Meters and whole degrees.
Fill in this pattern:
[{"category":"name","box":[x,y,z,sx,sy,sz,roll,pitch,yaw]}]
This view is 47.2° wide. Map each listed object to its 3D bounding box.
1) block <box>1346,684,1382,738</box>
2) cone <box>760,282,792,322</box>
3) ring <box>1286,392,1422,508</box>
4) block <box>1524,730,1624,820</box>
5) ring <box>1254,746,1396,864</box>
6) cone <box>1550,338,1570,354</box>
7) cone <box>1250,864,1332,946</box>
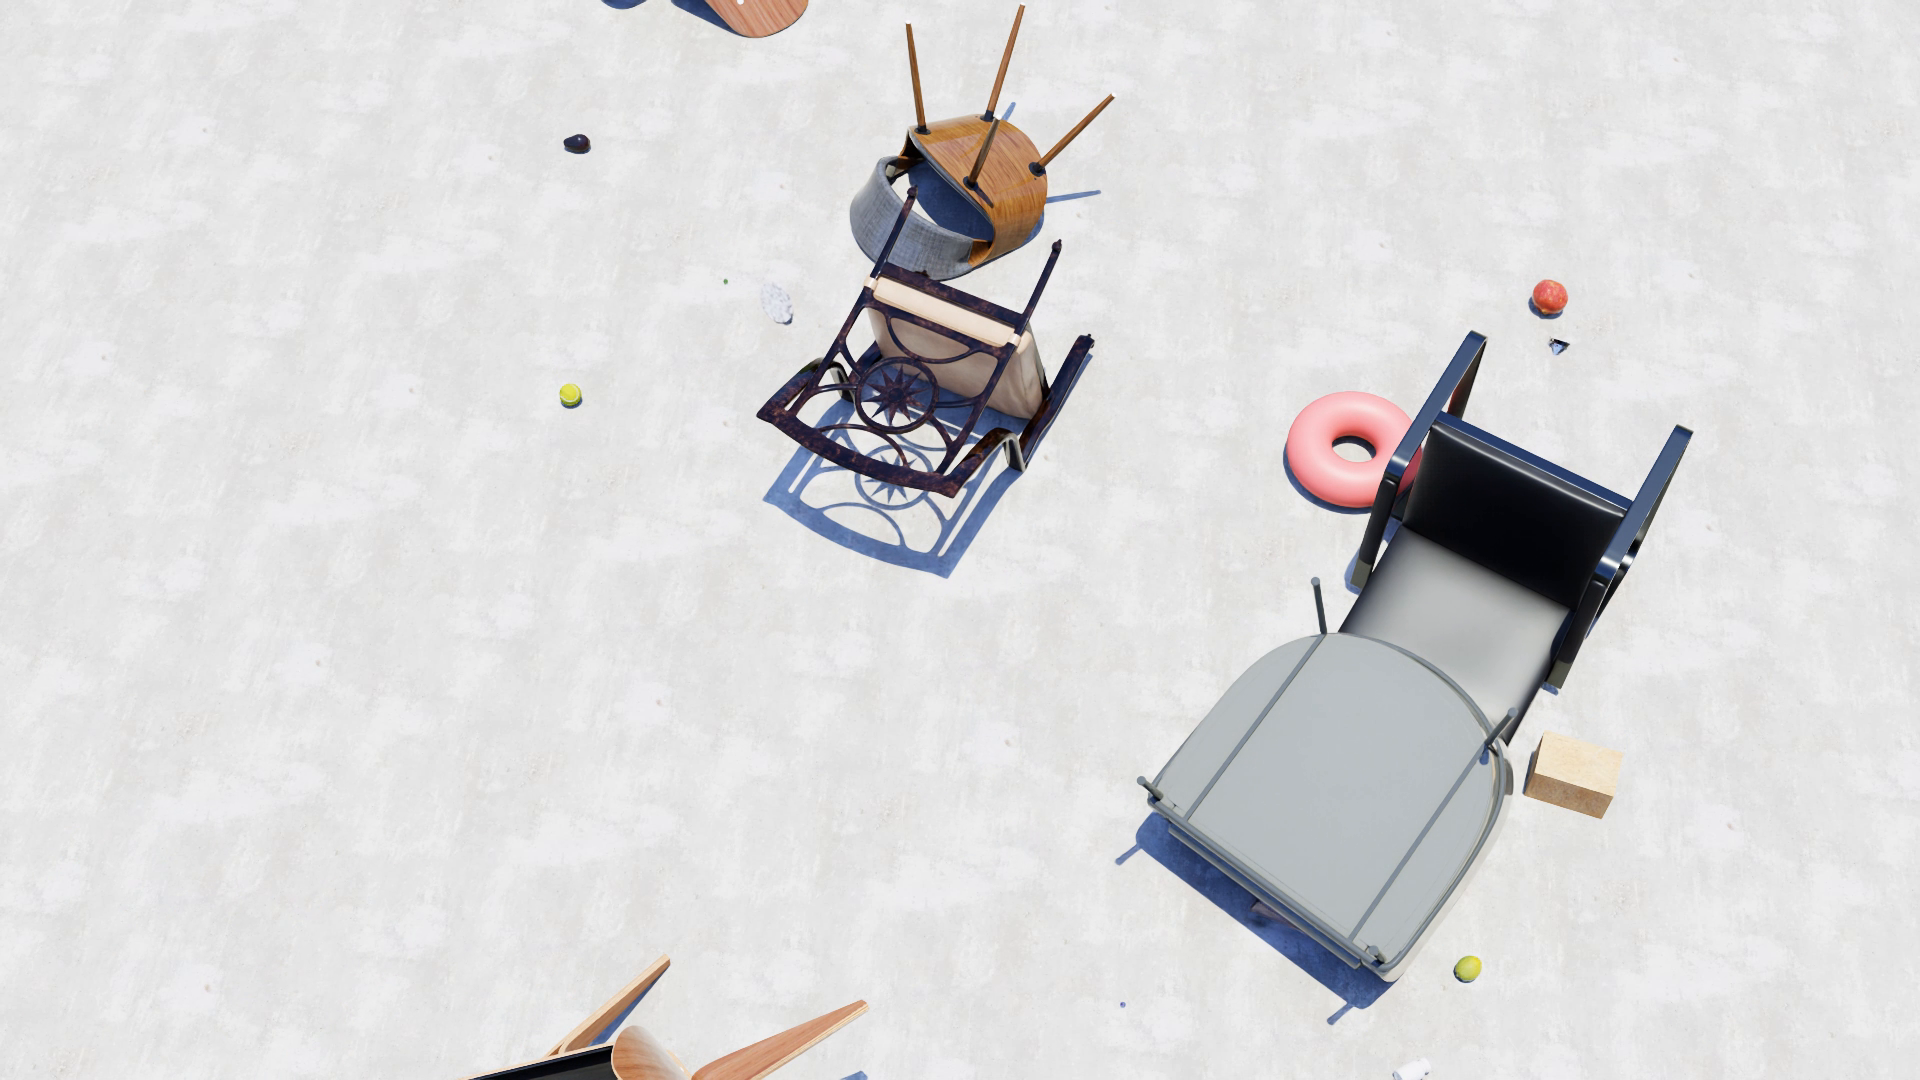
[{"category":"block","box":[1.139,0.483,6.194,0.069,0.094,0.111,14,57,9]},{"category":"cone","box":[-0.569,-0.765,7.061,0.149,0.108,0.070,51,30,17]},{"category":"ring","box":[1.196,-0.277,6.676,0.413,0.142,0.399,-20,60,-14]},{"category":"block","box":[1.689,0.646,6.057,0.216,0.138,0.141,17,58,11]},{"category":"ring","box":[1.000,0.722,6.017,0.419,0.122,0.314,-29,60,-17]},{"category":"cone","box":[1.893,-0.606,6.967,0.068,0.050,0.047,19,87,10]},{"category":"cone","box":[0.910,1.004,5.866,0.224,0.119,0.176,43,63,8]}]
